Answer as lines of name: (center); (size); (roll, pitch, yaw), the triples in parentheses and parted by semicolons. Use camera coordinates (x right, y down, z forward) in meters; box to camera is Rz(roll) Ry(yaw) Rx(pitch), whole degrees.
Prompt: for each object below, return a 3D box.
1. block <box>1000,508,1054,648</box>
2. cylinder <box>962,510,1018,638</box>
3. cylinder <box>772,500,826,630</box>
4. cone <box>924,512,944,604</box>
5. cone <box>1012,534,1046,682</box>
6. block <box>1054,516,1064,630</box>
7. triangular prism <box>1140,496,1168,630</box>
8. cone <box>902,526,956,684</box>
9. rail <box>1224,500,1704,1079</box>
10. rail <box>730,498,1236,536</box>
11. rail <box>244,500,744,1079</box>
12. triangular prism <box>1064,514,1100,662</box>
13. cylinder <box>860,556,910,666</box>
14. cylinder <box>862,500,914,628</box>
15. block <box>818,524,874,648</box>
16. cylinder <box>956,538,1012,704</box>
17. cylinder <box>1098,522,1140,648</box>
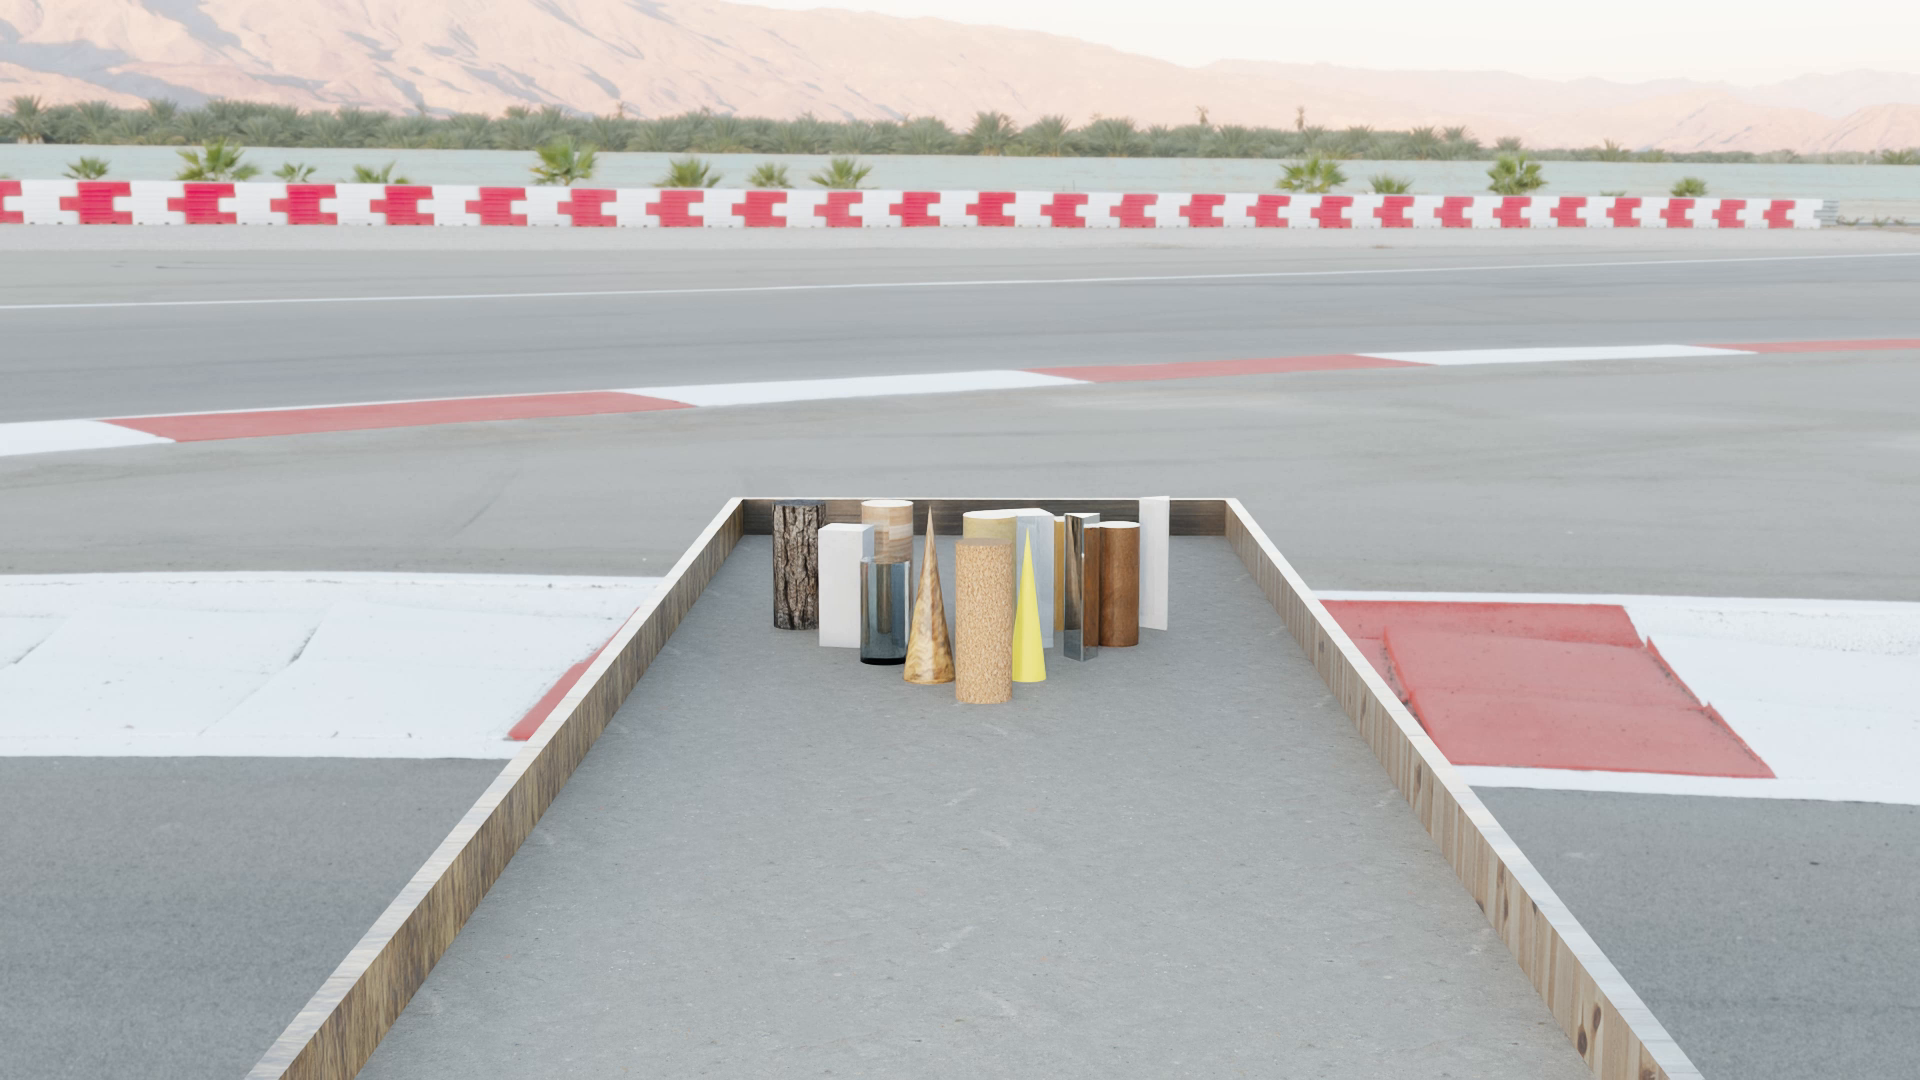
block: (0.199, 0.121, 6.906); (0.150, 0.420, 0.150); (-3, 9, -16)
cylinder: (0.091, 0.144, 6.679); (0.164, 0.446, 0.164); (0, 9, 0)
cylinder: (-0.526, 0.079, 7.210); (0.175, 0.407, 0.175); (0, 9, 0)
cone: (-0.094, 0.105, 6.938); (0.114, 0.440, 0.114); (0, 9, 0)
cone: (0.197, 0.183, 6.422); (0.113, 0.448, 0.113); (0, 9, 0)
block: (0.356, 0.108, 7.180); (0.104, 0.359, 0.104); (-2, 9, -10)
triangular prism: (0.655, 0.072, 7.196); (0.108, 0.425, 0.094); (7, 11, 37)
cone: (-0.090, 0.182, 6.412); (0.158, 0.454, 0.158); (0, 9, 0)
rail: (1.046, 0.843, 3.208); (0.050, 0.150, 12.000); (0, 9, 1)
rail: (0.099, -0.098, 9.147); (2.100, 0.150, 0.050); (0, 9, 1)
rail: (-1.004, 0.839, 3.234); (0.050, 0.150, 12.000); (0, 9, 1)
triangular prism: (0.358, 0.141, 6.705); (0.090, 0.443, 0.104); (5, 10, 30)
cylinder: (-0.227, 0.213, 6.674); (0.154, 0.310, 0.154); (0, 9, 0)
cylinder: (-0.237, 0.082, 7.195); (0.169, 0.407, 0.169); (0, 9, 0)
block: (-0.356, 0.142, 6.930); (0.142, 0.370, 0.142); (2, 9, 13)
cylinder: (0.067, 0.225, 6.173); (0.160, 0.444, 0.160); (0, 9, 0)
cylinder: (0.496, 0.138, 6.929); (0.141, 0.378, 0.141); (0, 9, 0)
